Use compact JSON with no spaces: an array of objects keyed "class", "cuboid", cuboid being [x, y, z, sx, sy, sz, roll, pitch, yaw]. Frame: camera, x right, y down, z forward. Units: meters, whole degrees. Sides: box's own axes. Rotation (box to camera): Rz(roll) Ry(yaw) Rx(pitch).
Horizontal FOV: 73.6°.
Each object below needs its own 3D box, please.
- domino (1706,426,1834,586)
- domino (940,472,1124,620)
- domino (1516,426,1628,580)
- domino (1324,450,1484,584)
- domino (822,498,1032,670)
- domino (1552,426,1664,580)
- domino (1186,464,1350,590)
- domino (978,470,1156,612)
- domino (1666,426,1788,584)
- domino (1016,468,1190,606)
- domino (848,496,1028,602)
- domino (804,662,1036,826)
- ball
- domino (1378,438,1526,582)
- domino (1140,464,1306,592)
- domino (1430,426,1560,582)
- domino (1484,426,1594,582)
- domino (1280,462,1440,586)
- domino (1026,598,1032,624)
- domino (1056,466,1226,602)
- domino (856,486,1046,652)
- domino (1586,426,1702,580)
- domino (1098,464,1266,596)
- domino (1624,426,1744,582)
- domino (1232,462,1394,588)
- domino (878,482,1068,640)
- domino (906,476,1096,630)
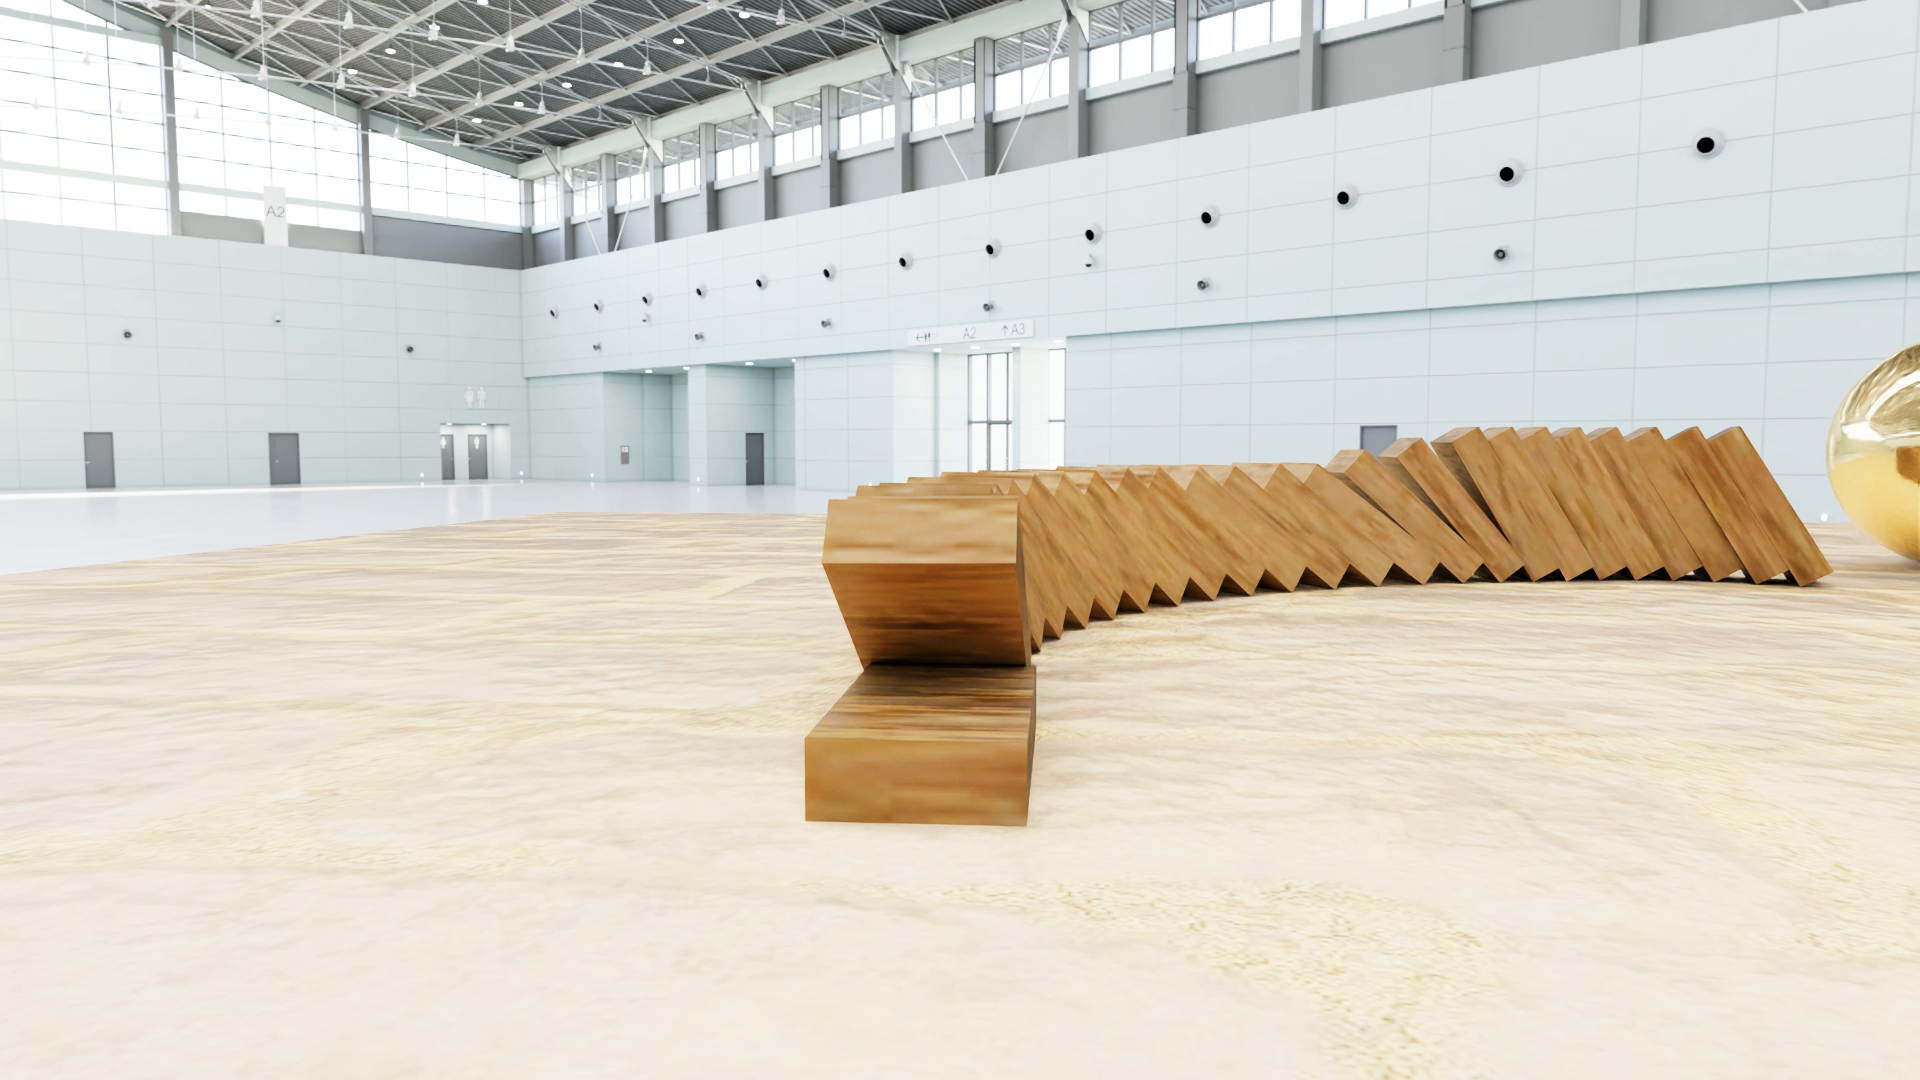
[{"class":"domino","cuboid":[0.248,-0.011,0.395,0.010,0.050,0.025,-32,-9,23]},{"class":"domino","cuboid":[0.016,0.002,0.301,0.025,0.009,0.050,3,-29,35]},{"class":"domino","cuboid":[0.192,-0.012,0.411,0.009,0.050,0.025,-31,0,8]},{"class":"domino","cuboid":[0.138,-0.008,0.401,0.050,0.009,0.025,42,3,-3]},{"class":"domino","cuboid":[-0.003,0.011,0.188,0.025,0.009,0.050,0,-28,5]},{"class":"domino","cuboid":[0.204,-0.012,0.411,0.009,0.050,0.025,-31,-2,13]},{"class":"domino","cuboid":[0.088,-0.004,0.378,0.050,0.009,0.025,36,-10,-21]},{"class":"domino","cuboid":[0.025,0.001,0.316,0.025,0.009,0.050,3,-29,39]},{"class":"domino","cuboid":[0.238,-0.011,0.401,0.009,0.050,0.025,-32,-9,23]},{"class":"domino","cuboid":[0.036,0.000,0.330,0.025,0.009,0.050,4,-29,44]},{"class":"domino","cuboid":[-0.002,0.010,0.206,0.025,0.009,0.050,0,-28,5]},{"class":"domino","cuboid":[-0.003,0.025,0.168,0.025,0.010,0.050,0,4,5]},{"class":"ball","cuboid":[0.341,-0.030,0.434,0.080,0.080,0.080,0,4,0]},{"class":"domino","cuboid":[0.154,-0.010,0.404,0.009,0.050,0.025,-40,0,6]},{"class":"domino","cuboid":[0.073,-0.003,0.367,0.050,0.010,0.025,38,-15,-27]},{"class":"domino","cuboid":[0.169,-0.012,0.406,0.010,0.050,0.025,-31,1,7]},{"class":"domino","cuboid":[0.181,-0.012,0.408,0.010,0.050,0.025,-31,0,8]},{"class":"domino","cuboid":[0.120,-0.005,0.394,0.050,0.009,0.025,35,-3,-11]},{"class":"domino","cuboid":[-0.002,0.009,0.227,0.025,0.009,0.050,1,-26,8]},{"class":"domino","cuboid":[0.047,-0.002,0.344,0.025,0.010,0.050,5,-29,49]},{"class":"domino","cuboid":[-0.001,0.006,0.247,0.025,0.009,0.050,1,-28,17]},{"class":"domino","cuboid":[0.216,-0.012,0.411,0.009,0.050,0.025,-31,-4,15]},{"class":"domino","cuboid":[0.060,-0.003,0.357,0.050,0.010,0.025,39,-18,-30]},{"class":"domino","cuboid":[0.227,-0.012,0.407,0.010,0.050,0.025,-31,-5,17]},{"class":"domino","cuboid":[0.104,-0.005,0.385,0.050,0.009,0.025,36,-8,-19]},{"class":"domino","cuboid":[0.003,0.005,0.266,0.025,0.009,0.050,2,-28,23]},{"class":"domino","cuboid":[0.009,0.004,0.284,0.025,0.009,0.050,2,-29,30]}]
